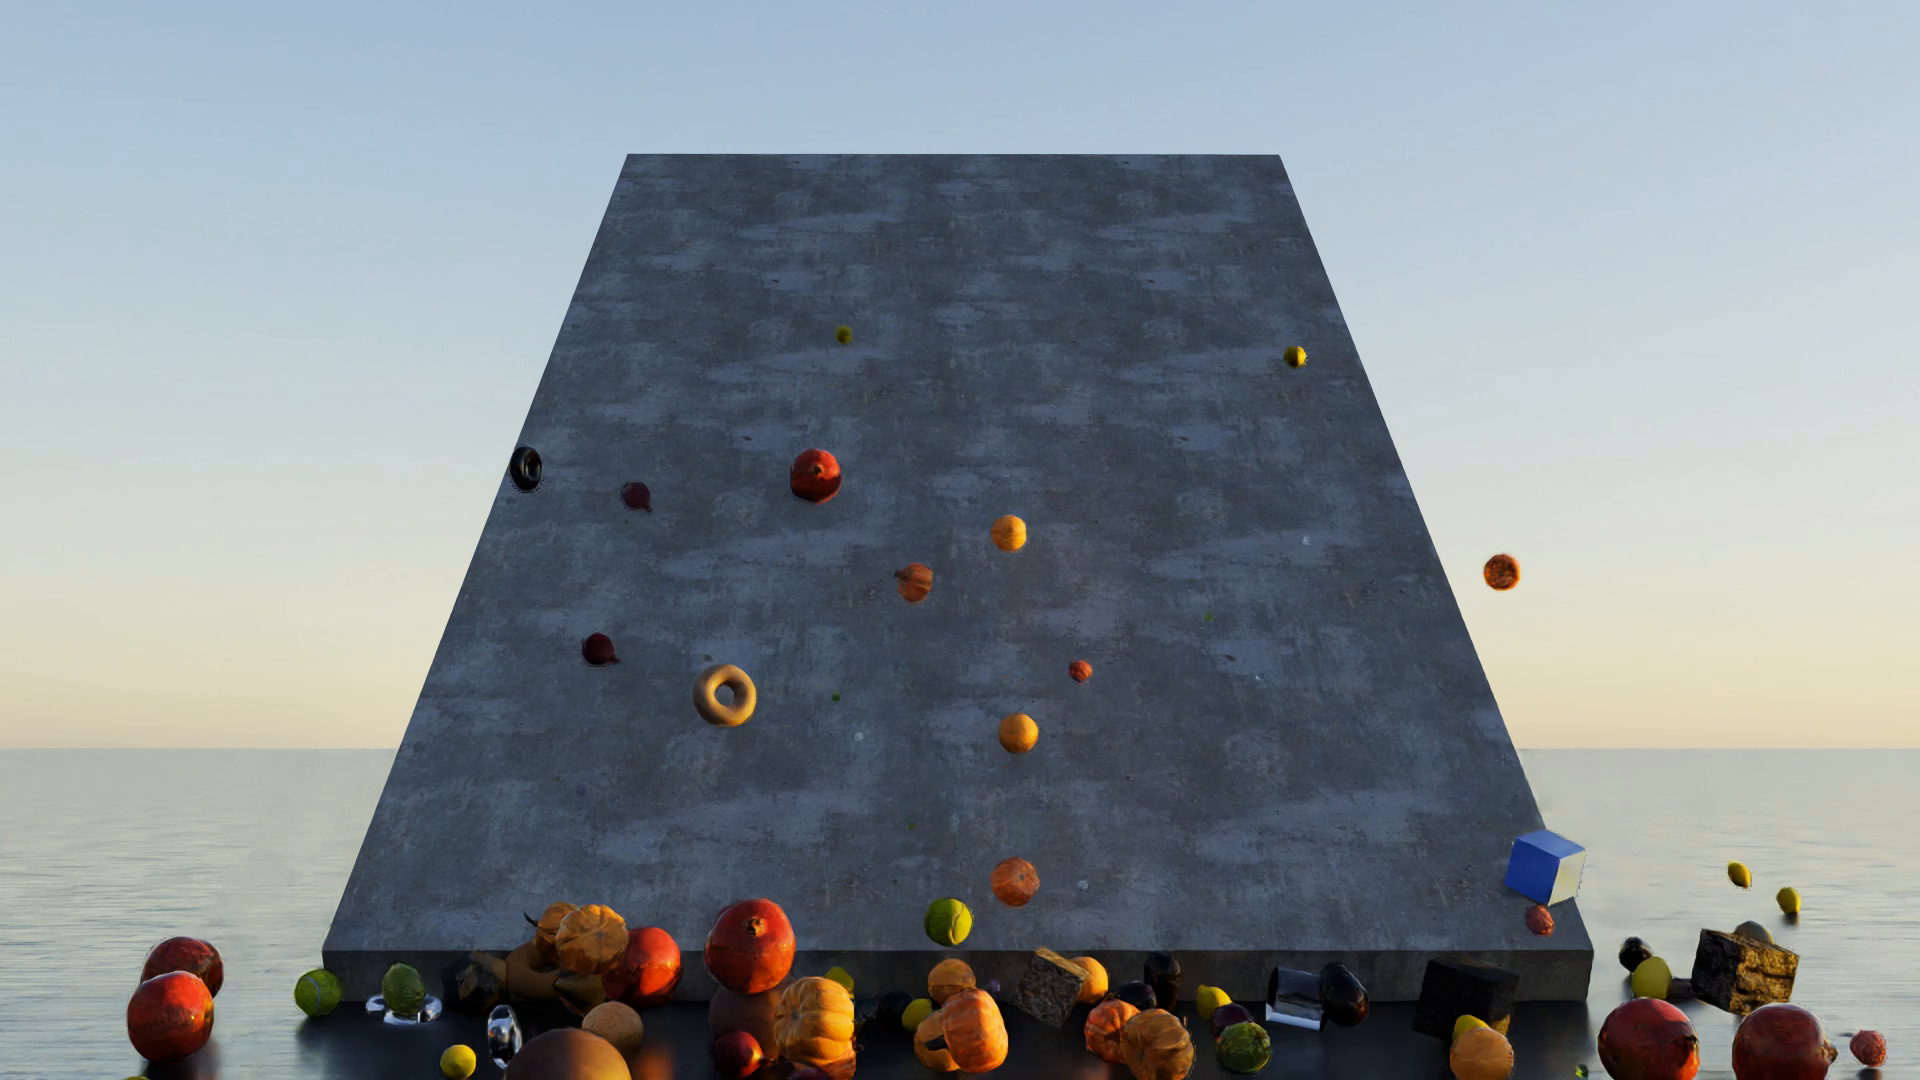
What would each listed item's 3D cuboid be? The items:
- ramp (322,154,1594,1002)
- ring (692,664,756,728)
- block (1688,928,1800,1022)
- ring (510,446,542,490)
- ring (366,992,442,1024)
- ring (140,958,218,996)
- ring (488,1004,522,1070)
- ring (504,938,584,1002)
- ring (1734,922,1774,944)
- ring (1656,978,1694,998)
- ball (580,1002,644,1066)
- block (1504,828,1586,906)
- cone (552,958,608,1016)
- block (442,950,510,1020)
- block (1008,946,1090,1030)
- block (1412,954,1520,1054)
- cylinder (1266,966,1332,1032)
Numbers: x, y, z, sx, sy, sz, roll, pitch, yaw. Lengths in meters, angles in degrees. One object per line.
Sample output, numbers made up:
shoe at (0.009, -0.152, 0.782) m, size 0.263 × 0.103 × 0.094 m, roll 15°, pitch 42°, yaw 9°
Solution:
ramp at (-0.011, -0.226, 5.531) m, size 2.000 × 0.100 × 4.000 m, roll 0°, pitch 27°, yaw 0°
ring at (-0.380, 0.251, 3.831) m, size 0.106 × 0.106 × 0.035 m, roll 2°, pitch -20°, yaw -22°
block at (1.063, 0.590, 3.222) m, size 0.092 × 0.092 × 0.092 m, roll 11°, pitch 2°, yaw -18°
ring at (-0.926, -0.154, 5.064) m, size 0.033 × 0.098 × 0.098 m, roll -4°, pitch -6°, yaw 23°
ring at (-0.821, 0.692, 3.512) m, size 0.111 × 0.037 × 0.111 m, roll 3°, pitch -3°, yaw 0°
ring at (-1.277, 0.716, 3.884) m, size 0.122 × 0.041 × 0.122 m, roll -2°, pitch 6°, yaw 0°
ring at (-0.549, 0.600, 2.865) m, size 0.026 × 0.078 × 0.078 m, roll -9°, pitch -6°, yaw 5°
ring at (-0.638, 0.661, 3.652) m, size 0.130 × 0.043 × 0.130 m, roll 1°, pitch 28°, yaw -1°
ring at (1.318, 0.690, 3.938) m, size 0.038 × 0.115 × 0.115 m, roll -6°, pitch -4°, yaw -9°
ring at (1.168, 0.726, 3.846) m, size 0.078 × 0.026 × 0.078 m, roll 0°, pitch -1°, yaw 0°
ball at (-0.444, 0.630, 3.029) m, size 0.081 × 0.081 × 0.081 m, roll 0°, pitch -5°, yaw 0°
block at (0.946, 0.528, 3.836) m, size 0.084 × 0.084 × 0.084 m, roll 24°, pitch 21°, yaw 39°
cone at (-0.574, 0.651, 3.472) m, size 0.085 × 0.085 × 0.085 m, roll -2°, pitch -13°, yaw 23°
block at (-0.692, 0.636, 3.392) m, size 0.063 × 0.063 × 0.063 m, roll -34°, pitch -40°, yaw 21°
block at (0.125, 0.624, 3.308) m, size 0.079 × 0.079 × 0.079 m, roll 27°, pitch 2°, yaw 10°
block at (0.684, 0.625, 3.208) m, size 0.097 × 0.097 × 0.097 m, roll 15°, pitch 5°, yaw 32°
cylinder at (0.467, 0.632, 3.273) m, size 0.076 × 0.076 × 0.076 m, roll 11°, pitch -5°, yaw 1°
